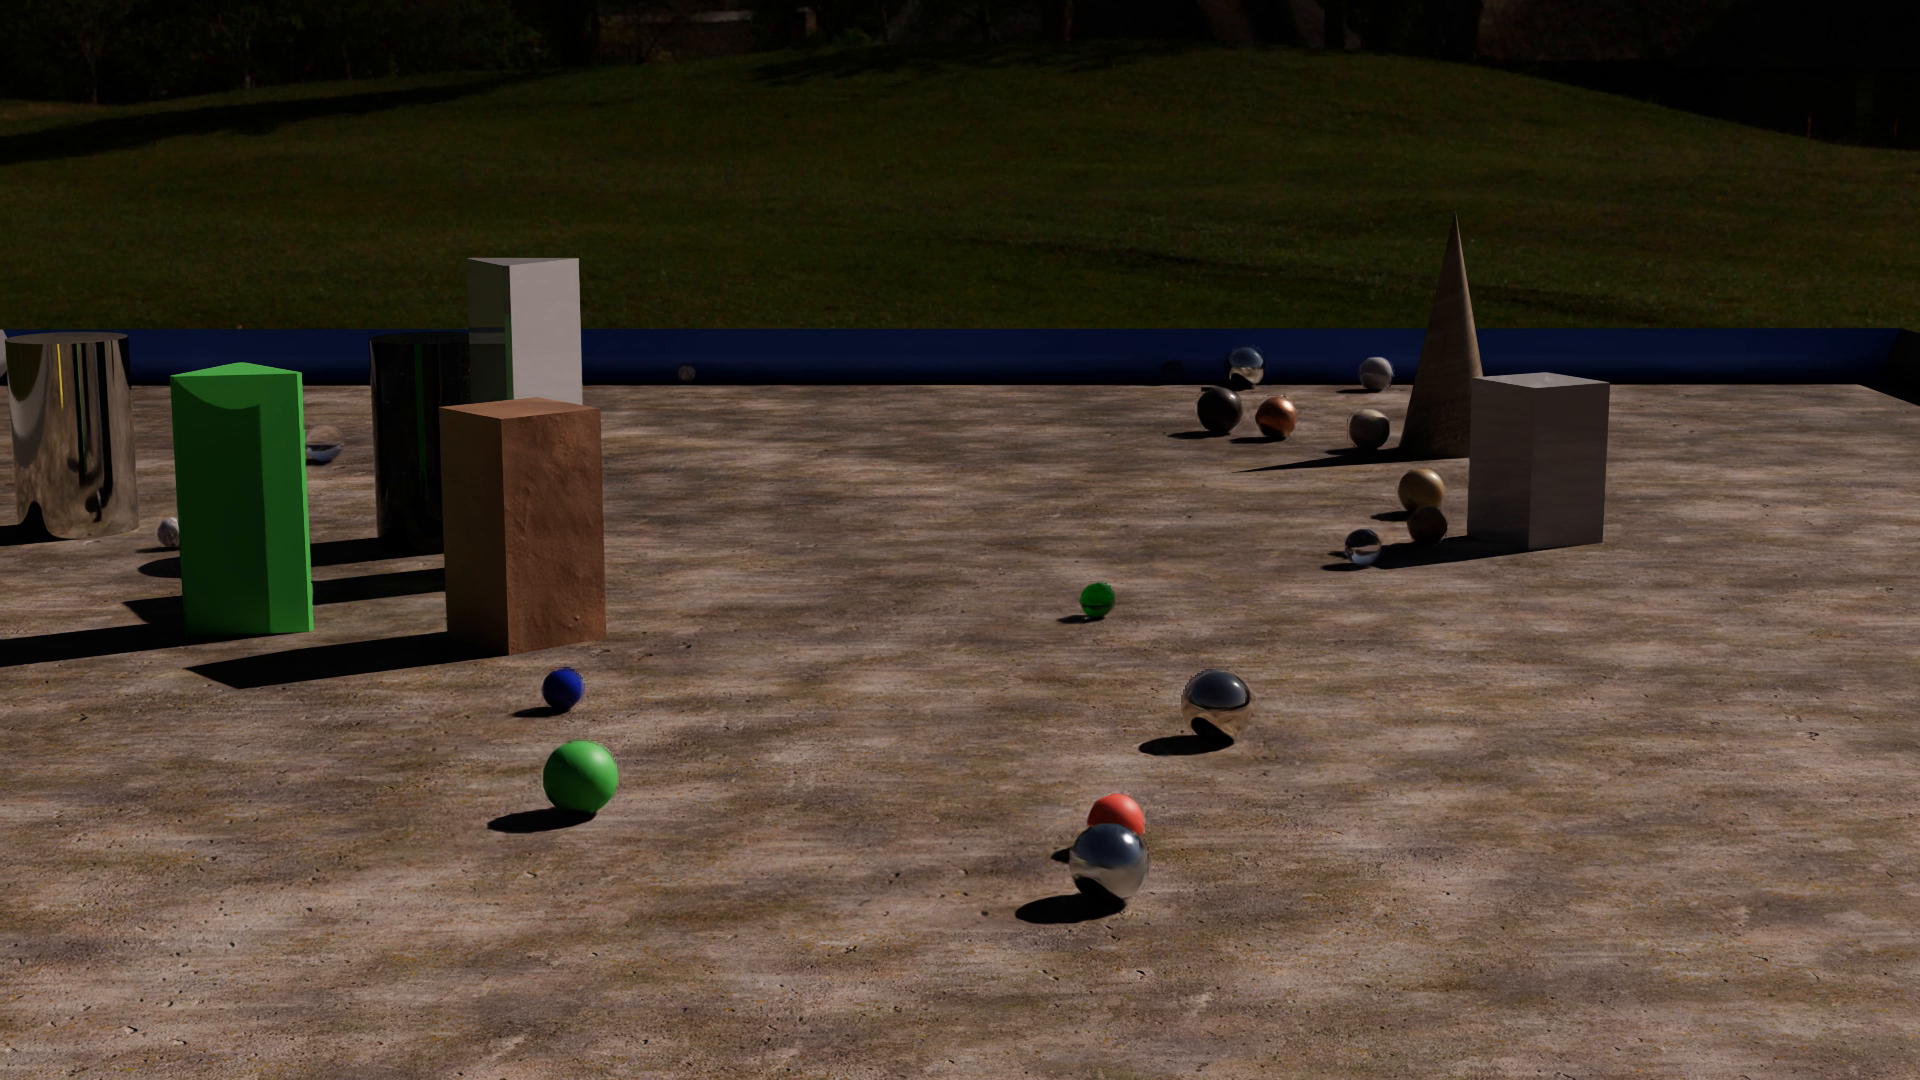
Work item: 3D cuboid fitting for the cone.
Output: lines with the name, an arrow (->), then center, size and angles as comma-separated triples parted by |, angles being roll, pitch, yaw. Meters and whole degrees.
cone -> 0.917, -0.390, 4.791 | 0.181, 0.452, 0.181 | 0, 11, 0

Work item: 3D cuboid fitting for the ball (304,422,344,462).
ball -> -1.163, -0.179, 4.695 | 0.072, 0.072, 0.072 | 0, 11, 0

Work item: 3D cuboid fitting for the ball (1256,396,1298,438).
ball -> 0.615, -0.238, 4.984 | 0.081, 0.081, 0.081 | 0, 11, 0

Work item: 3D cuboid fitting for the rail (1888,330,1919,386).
rail -> 2.146, 0.028, 3.462 | 0.045, 0.118, 4.926 | 0, 11, 0

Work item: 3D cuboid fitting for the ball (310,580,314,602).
ball -> -0.890, 0.068, 3.411 | 0.060, 0.060, 0.060 | 0, 11, 0

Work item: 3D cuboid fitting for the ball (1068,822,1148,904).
ball -> 0.130, 0.282, 2.242 | 0.070, 0.070, 0.070 | 0, 11, 0

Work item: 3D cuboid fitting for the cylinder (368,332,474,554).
cylinder -> -0.797, -0.150, 3.887 | 0.181, 0.313, 0.181 | 0, 11, 0

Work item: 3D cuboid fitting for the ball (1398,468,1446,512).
ball -> 0.747, -0.079, 4.154 | 0.075, 0.075, 0.075 | 0, 11, 0

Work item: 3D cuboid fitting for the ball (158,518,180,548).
ball -> -1.186, -0.010, 3.867 | 0.046, 0.046, 0.046 | 0, 11, 0

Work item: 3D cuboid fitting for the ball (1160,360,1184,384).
ball -> 0.482, -0.381, 5.824 | 0.053, 0.053, 0.053 | 0, 11, 0

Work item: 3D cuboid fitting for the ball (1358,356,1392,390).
ball -> 0.924, -0.371, 5.706 | 0.076, 0.076, 0.076 | 0, 11, 0

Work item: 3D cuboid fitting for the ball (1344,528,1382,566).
ball -> 0.587, 0.010, 3.735 | 0.054, 0.054, 0.054 | 0, 11, 0

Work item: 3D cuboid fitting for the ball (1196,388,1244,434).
ball -> 0.512, -0.256, 5.053 | 0.091, 0.091, 0.091 | 0, 11, 0

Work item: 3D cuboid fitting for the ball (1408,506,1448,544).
ball -> 0.709, -0.022, 3.894 | 0.059, 0.059, 0.059 | 0, 11, 0

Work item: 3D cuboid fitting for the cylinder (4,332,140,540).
cylinder -> -1.383, -0.165, 4.000 | 0.181, 0.301, 0.181 | 0, 11, 0

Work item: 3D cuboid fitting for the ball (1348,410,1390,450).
ball -> 0.772, -0.208, 4.839 | 0.077, 0.077, 0.077 | 0, 11, 0

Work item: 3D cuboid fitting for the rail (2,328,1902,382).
rail -> -0.014, -0.419, 5.847 | 4.339, 0.118, 0.045 | 0, 11, 0

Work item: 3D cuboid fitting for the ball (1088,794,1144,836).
ball -> 0.145, 0.263, 2.392 | 0.052, 0.052, 0.052 | 0, 11, 0

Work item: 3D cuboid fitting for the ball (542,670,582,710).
ball -> -0.451, 0.170, 2.907 | 0.046, 0.046, 0.046 | 0, 11, 0

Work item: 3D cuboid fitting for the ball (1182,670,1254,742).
ball -> 0.279, 0.180, 2.775 | 0.076, 0.076, 0.076 | 0, 11, 0

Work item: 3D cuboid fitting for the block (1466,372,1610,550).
block -> 0.883, -0.122, 3.922 | 0.145, 0.246, 0.145 | -6, 12, -27

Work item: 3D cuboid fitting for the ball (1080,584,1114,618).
ball -> 0.181, 0.080, 3.388 | 0.045, 0.045, 0.045 | 0, 11, 0

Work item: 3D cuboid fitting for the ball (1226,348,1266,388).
ball -> 0.642, -0.388, 5.761 | 0.090, 0.090, 0.090 | 0, 11, 0

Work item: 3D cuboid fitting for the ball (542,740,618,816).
ball -> -0.371, 0.232, 2.502 | 0.072, 0.072, 0.072 | 0, 11, 0

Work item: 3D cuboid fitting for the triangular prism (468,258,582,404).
triangular prism -> -0.644, -0.177, 3.673 | 0.136, 0.446, 0.157 | 6, 12, 30

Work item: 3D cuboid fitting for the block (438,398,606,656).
block -> -0.553, -0.021, 3.248 | 0.145, 0.295, 0.145 | -10, 14, -41

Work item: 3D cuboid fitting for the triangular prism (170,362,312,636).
triangular prism -> -0.927, -0.056, 3.328 | 0.157, 0.335, 0.136 | -2, 11, -12

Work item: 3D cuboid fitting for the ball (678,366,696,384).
ball -> -0.621, -0.377, 5.830 | 0.042, 0.042, 0.042 | 0, 11, 0

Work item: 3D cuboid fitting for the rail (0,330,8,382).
rail -> -2.146, 0.033, 3.438 | 0.045, 0.118, 4.926 | 0, 11, 0
